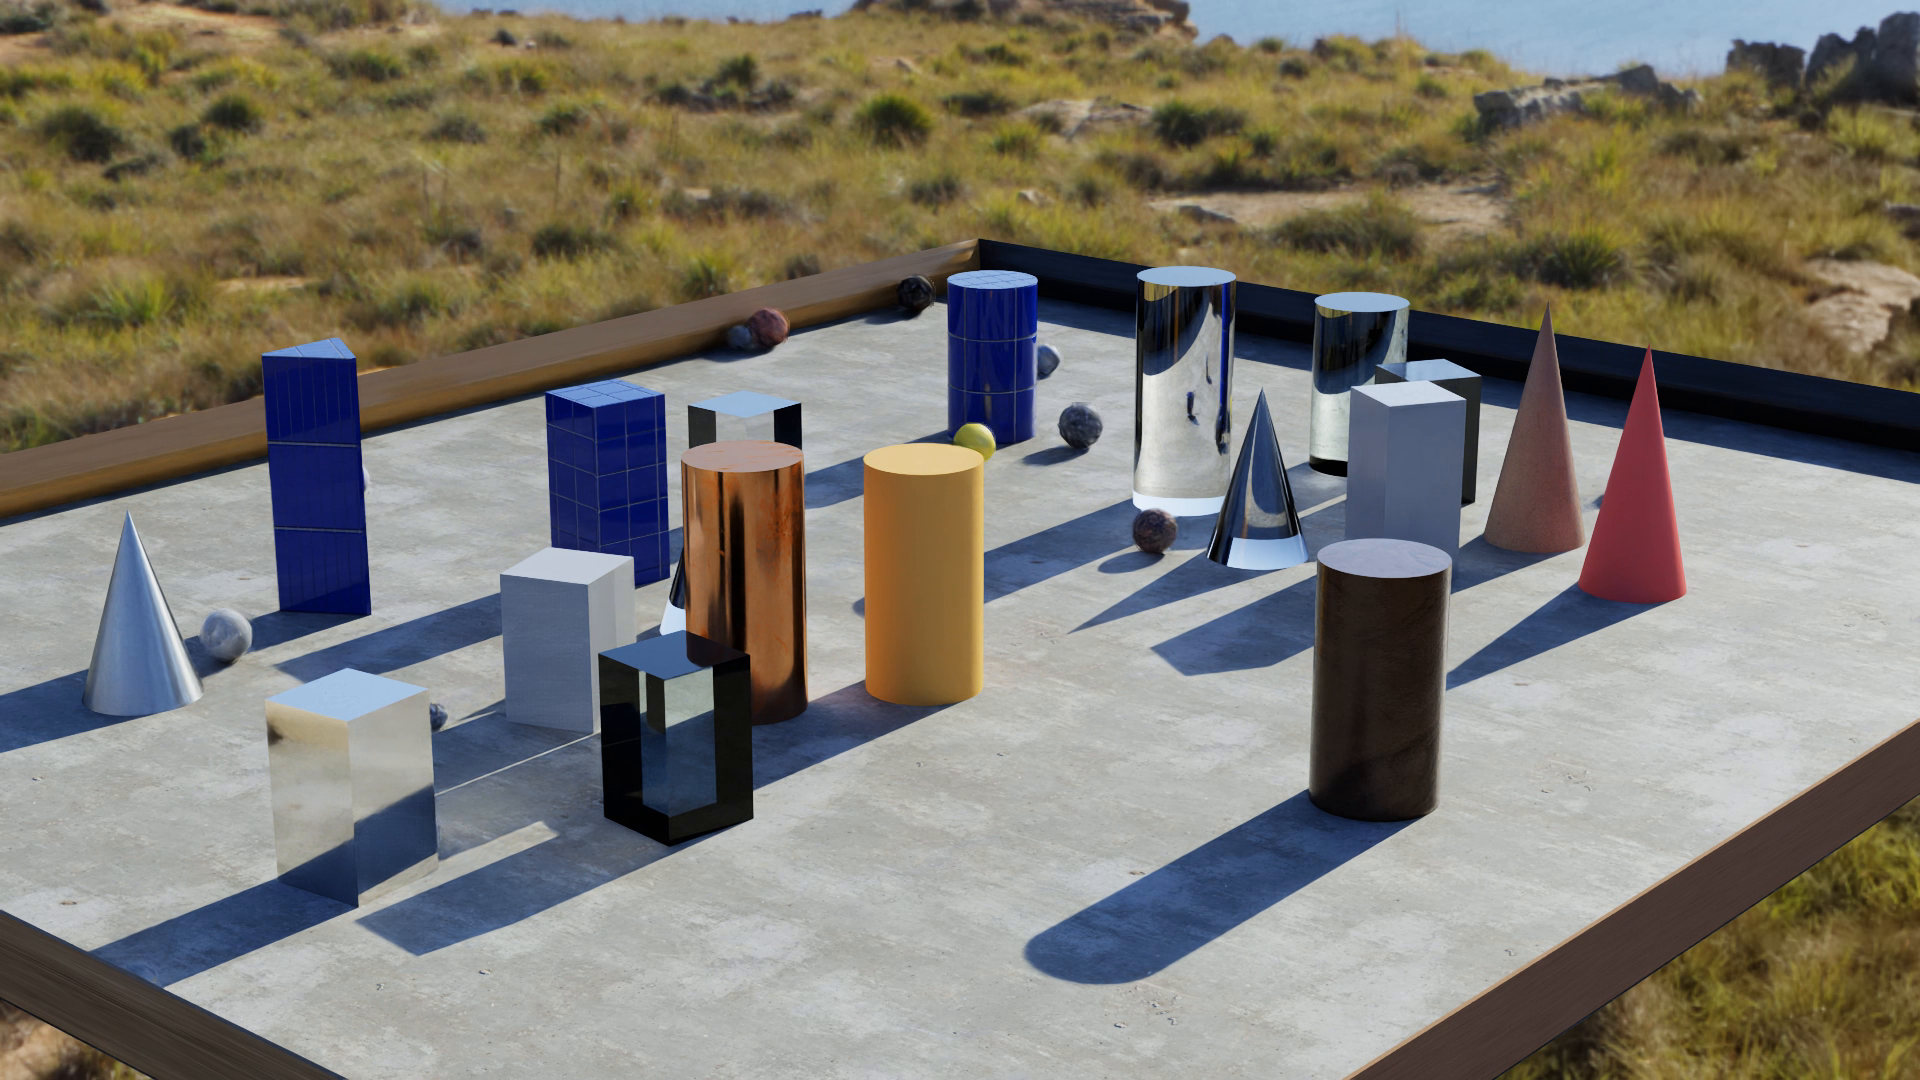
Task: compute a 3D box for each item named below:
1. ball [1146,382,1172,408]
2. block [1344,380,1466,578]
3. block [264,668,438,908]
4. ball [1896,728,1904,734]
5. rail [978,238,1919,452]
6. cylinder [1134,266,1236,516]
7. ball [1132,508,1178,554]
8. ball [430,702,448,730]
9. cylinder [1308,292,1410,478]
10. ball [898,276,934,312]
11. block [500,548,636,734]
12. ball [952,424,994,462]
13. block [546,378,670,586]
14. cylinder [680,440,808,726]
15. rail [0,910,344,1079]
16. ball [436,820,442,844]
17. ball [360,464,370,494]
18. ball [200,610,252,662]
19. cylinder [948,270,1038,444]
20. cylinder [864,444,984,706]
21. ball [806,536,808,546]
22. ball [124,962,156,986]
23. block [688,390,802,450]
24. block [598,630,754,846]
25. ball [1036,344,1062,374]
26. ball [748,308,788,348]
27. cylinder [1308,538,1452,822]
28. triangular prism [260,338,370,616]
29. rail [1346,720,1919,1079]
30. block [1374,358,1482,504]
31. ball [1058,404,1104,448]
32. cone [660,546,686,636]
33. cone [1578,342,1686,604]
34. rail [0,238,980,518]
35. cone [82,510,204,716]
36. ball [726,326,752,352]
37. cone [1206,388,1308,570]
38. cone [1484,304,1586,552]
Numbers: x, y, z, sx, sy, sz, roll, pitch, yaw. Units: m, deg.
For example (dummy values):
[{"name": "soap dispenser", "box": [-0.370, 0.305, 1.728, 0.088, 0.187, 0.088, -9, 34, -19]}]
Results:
[{"name": "ball", "box": [0.432, -0.316, 6.386, 0.054, 0.054, 0.054, 0, 17, 0]}, {"name": "block", "box": [0.789, -0.102, 5.209, 0.150, 0.327, 0.150, -6, 18, -18]}, {"name": "block", "box": [-0.808, 0.327, 3.904, 0.150, 0.260, 0.150, 11, 20, 32]}, {"name": "ball", "box": [1.413, 0.301, 4.363, 0.046, 0.046, 0.046, 0, 17, 0]}, {"name": "rail", "box": [1.294, -0.401, 6.547, 3.342, 0.122, 0.045, 14, 22, 39]}, {"name": "cylinder", "box": [0.428, -0.286, 5.611, 0.187, 0.446, 0.187, 0, 17, 0]}, {"name": "ball", "box": [0.356, -0.017, 5.350, 0.083, 0.083, 0.083, 0, 17, 0]}, {"name": "ball", "box": [-0.803, 0.269, 4.477, 0.040, 0.040, 0.040, 0, 17, 0]}, {"name": "cylinder", "box": [0.800, -0.312, 5.884, 0.187, 0.338, 0.187, 0, 17, 0]}, {"name": "ball", "box": [-0.111, -0.615, 7.312, 0.091, 0.091, 0.091, 0, 17, 0]}, {"name": "block", "box": [-0.601, 0.153, 4.519, 0.150, 0.238, 0.150, 6, 18, 20]}, {"name": "ball", "box": [0.027, -0.193, 5.925, 0.086, 0.086, 0.086, 0, 17, 0]}, {"name": "block", "box": [-0.621, -0.096, 5.172, 0.150, 0.336, 0.150, -14, 22, -38]}, {"name": "cylinder", "box": [-0.331, 0.065, 4.523, 0.187, 0.403, 0.187, 0, 17, 0]}, {"name": "rail", "box": [-1.294, 0.462, 3.694, 3.342, 0.122, 0.045, 14, 22, 39]}, {"name": "ball", "box": [-0.737, 0.401, 4.008, 0.058, 0.058, 0.058, 0, 17, 0]}, {"name": "ball", "box": [-1.183, -0.118, 5.711, 0.066, 0.066, 0.066, 0, 17, 0]}, {"name": "ball", "box": [-1.196, 0.156, 4.776, 0.084, 0.084, 0.084, 0, 17, 0]}, {"name": "cylinder", "box": [0.067, -0.383, 6.130, 0.187, 0.330, 0.187, 0, 17, 0]}, {"name": "cylinder", "box": [-0.057, 0.053, 4.614, 0.187, 0.374, 0.187, 0, 17, 0]}, {"name": "ball", "box": [-0.299, 0.002, 5.357, 0.042, 0.042, 0.042, 0, 17, 0]}, {"name": "ball", "box": [-1.004, 0.538, 3.584, 0.042, 0.042, 0.042, 0, 17, 0]}, {"name": "block", "box": [-0.403, -0.144, 5.513, 0.150, 0.231, 0.150, 14, 22, 38]}, {"name": "block", "box": [-0.397, 0.275, 4.103, 0.150, 0.245, 0.150, -15, 23, -41]}, {"name": "ball", "box": [0.198, -0.414, 6.690, 0.066, 0.066, 0.066, 0, 17, 0]}, {"name": "ball", "box": [-0.455, -0.501, 6.930, 0.094, 0.094, 0.094, 0, 17, 0]}, {"name": "cylinder", "box": [0.595, 0.197, 4.160, 0.187, 0.361, 0.187, 0, 17, 0]}, {"name": "triangular prism", "box": [-1.078, -0.110, 5.020, 0.162, 0.451, 0.141, 3, 17, 8]}, {"name": "rail", "box": [1.244, 0.343, 4.087, 0.045, 0.122, 3.995, 14, 22, 39]}, {"name": "block", "box": [0.902, -0.206, 5.683, 0.150, 0.251, 0.150, -6, 18, -19]}, {"name": "ball", "box": [0.249, -0.237, 6.059, 0.092, 0.092, 0.092, 0, 17, 0]}, {"name": "cone", "box": [-0.412, -0.002, 4.900, 0.187, 0.313, 0.187, 0, 17, 0]}, {"name": "cone", "box": [1.184, -0.129, 5.099, 0.187, 0.442, 0.187, 0, 17, 0]}, {"name": "rail", "box": [-1.244, -0.282, 6.155, 0.045, 0.122, 3.995, 14, 22, 39]}, {"name": "cone", "box": [-1.288, 0.098, 4.582, 0.187, 0.307, 0.187, 0, 17, 0]}, {"name": "ball", "box": [-0.521, -0.475, 6.902, 0.060, 0.060, 0.060, 0, 17, 0]}, {"name": "cone", "box": [0.542, -0.125, 5.303, 0.187, 0.316, 0.187, 0, 17, 0]}, {"name": "cone", "box": [1.067, -0.220, 5.381, 0.187, 0.452, 0.187, 0, 17, 0]}]
